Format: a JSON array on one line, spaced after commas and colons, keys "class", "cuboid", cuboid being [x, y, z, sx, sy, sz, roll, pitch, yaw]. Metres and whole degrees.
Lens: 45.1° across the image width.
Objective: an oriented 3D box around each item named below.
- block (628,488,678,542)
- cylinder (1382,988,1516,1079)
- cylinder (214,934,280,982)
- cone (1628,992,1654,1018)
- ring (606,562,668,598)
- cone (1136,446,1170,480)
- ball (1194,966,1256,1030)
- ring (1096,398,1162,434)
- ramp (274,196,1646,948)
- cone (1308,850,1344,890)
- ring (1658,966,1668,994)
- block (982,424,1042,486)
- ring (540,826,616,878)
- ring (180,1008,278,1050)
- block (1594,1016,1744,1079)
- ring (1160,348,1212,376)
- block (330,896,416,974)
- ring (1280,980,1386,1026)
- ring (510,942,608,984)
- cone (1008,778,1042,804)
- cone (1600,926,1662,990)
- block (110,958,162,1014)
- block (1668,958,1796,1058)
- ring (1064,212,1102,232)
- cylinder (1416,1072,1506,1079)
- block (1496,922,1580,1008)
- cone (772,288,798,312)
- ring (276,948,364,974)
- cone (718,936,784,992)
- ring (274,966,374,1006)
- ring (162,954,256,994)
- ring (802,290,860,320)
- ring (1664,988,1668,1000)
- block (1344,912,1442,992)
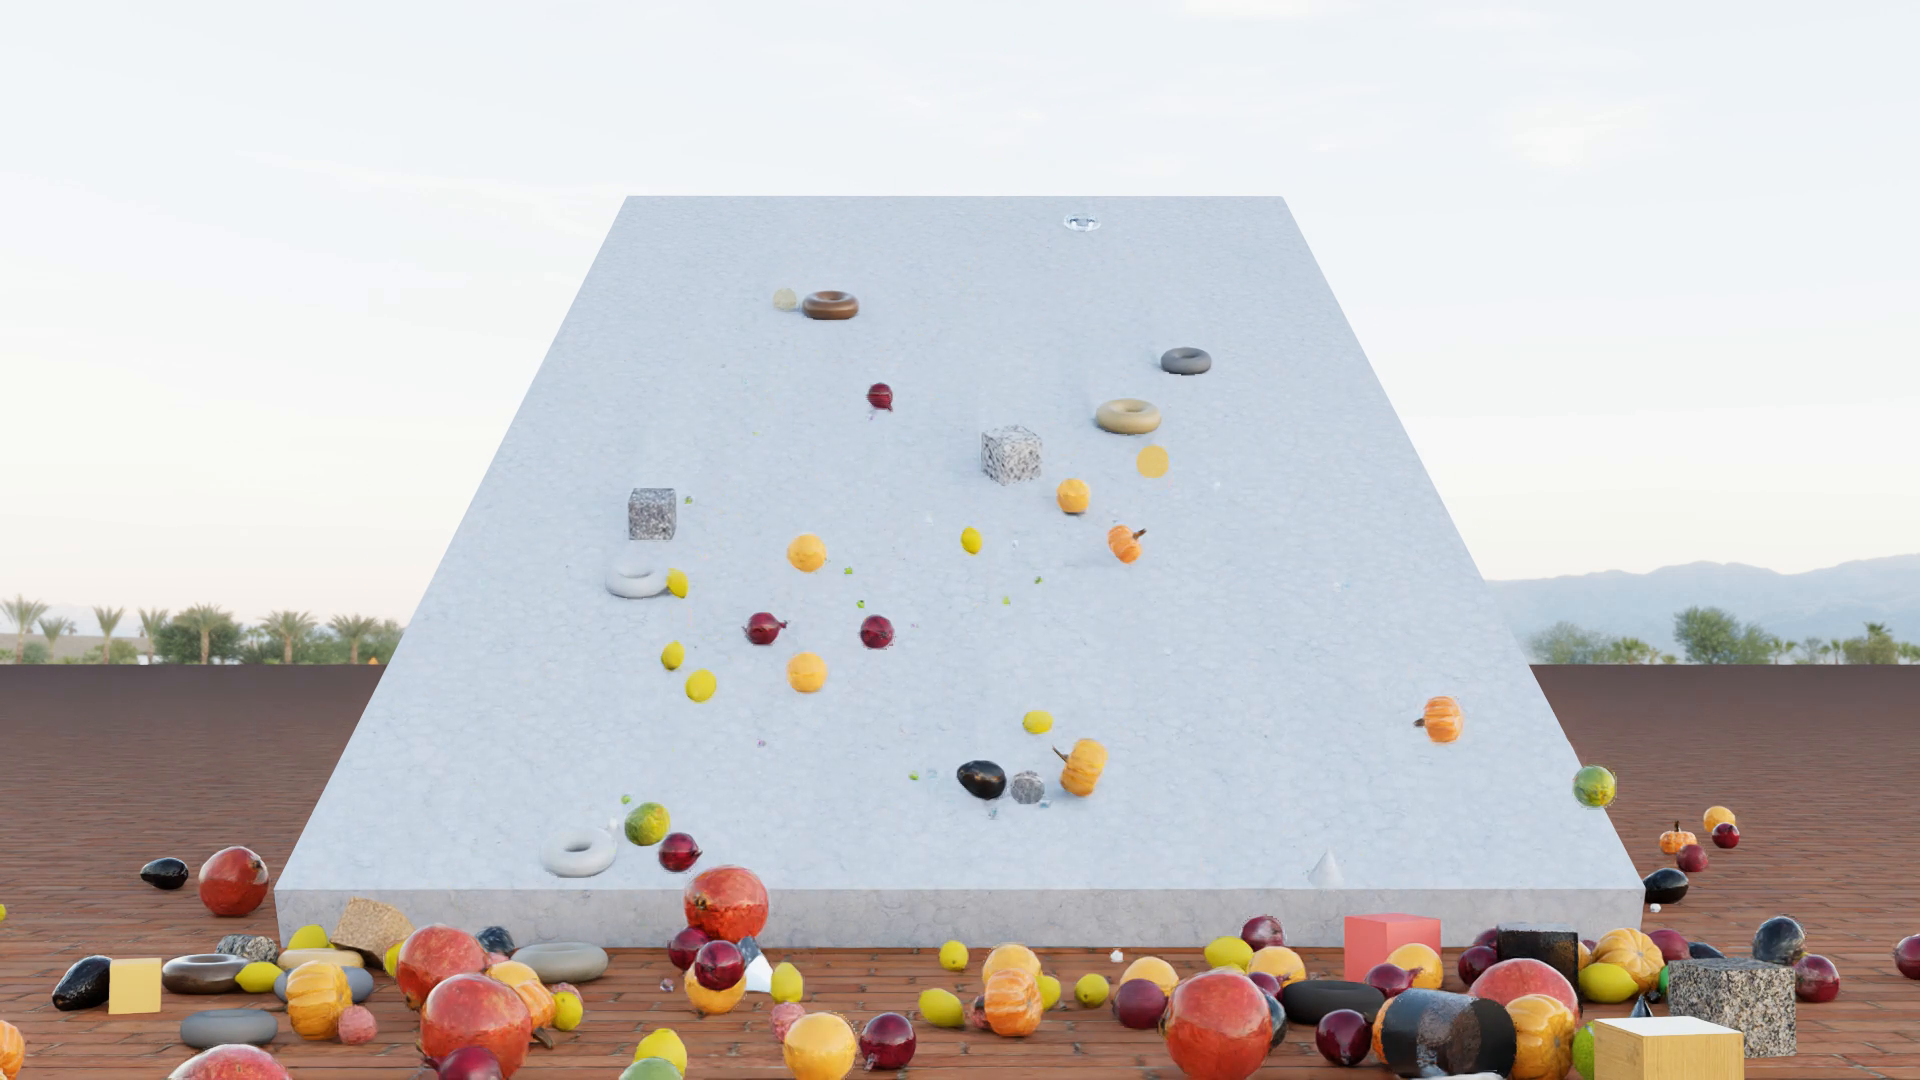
[{"class": "block", "cuboid": [-0.609, -0.050, 4.578, 0.082, 0.082, 0.082, 1, 23, 2]}, {"class": "cylinder", "cuboid": [0.486, 0.497, 2.299, 0.093, 0.093, 0.093, 2, -3, -32]}, {"class": "cylinder", "cuboid": [-0.947, 0.554, 3.068, 0.059, 0.059, 0.059, -2, -4, 36]}, {"class": "cone", "cuboid": [0.753, 0.529, 2.552, 0.057, 0.057, 0.057, 0, -3, 0]}, {"class": "ring", "cuboid": [-0.607, 0.075, 4.339, 0.116, 0.039, 0.116, 0, 22, 0]}, {"class": "cone", "cuboid": [0.420, -0.161, 4.909, 0.073, 0.073, 0.073, -1, -6, 21]}, {"class": "ball", "cuboid": [0.305, 0.527, 2.657, 0.072, 0.072, 0.072, 0, -3, 0]}, {"class": "ring", "cuboid": [0.376, -0.276, 5.162, 0.148, 0.049, 0.148, 1, 22, 0]}, {"class": "ramp", "cuboid": [-0.007, -0.225, 5.229, 2.000, 0.100, 4.000, 0, 23, 0]}, {"class": "cone", "cuboid": [0.537, 0.474, 3.382, 0.054, 0.054, 0.054, 0, 23, 0]}, {"class": "ring", "cuboid": [0.939, 0.550, 2.868, 0.140, 0.047, 0.140, -1, -6, 0]}, {"class": "block", "cuboid": [0.109, -0.178, 4.871, 0.093, 0.093, 0.093, -12, 26, -27]}, {"class": "ring", "cuboid": [-0.566, 0.462, 3.427, 0.112, 0.037, 0.112, -1, 24, 0]}, {"class": "ring", "cuboid": [-0.808, 0.540, 2.554, 0.104, 0.035, 0.104, 0, -4, 0]}, {"class": "block", "cuboid": [0.637, 0.485, 2.079, 0.095, 0.095, 0.095, 1, -3, -11]}, {"class": "ring", "cuboid": [0.540, -0.428, 5.530, 0.123, 0.041, 0.123, -1, 24, 0]}, {"class": "block", "cuboid": [-0.795, 0.534, 3.128, 0.069, 0.069, 0.069, 8, -33, 22]}, {"class": "ring", "cuboid": [0.439, 0.545, 2.723, 0.125, 0.042, 0.125, 1, -3, 0]}, {"class": "ring", "cuboid": [-0.533, 0.562, 3.068, 0.130, 0.043, 0.130, -1, -2, 0]}, {"class": "cone", "cuboid": [0.108, 0.388, 3.622, 0.054, 0.054, 0.054, -1, 14, 16]}, {"class": "cone", "cuboid": [0.888, 0.559, 2.983, 0.088, 0.088, 0.088, 27, 5, 17]}, {"class": "block", "cuboid": [-1.001, 0.541, 2.806, 0.058, 0.058, 0.058, 1, -3, -19]}, {"class": "block", "cuboid": [0.839, 0.508, 2.513, 0.093, 0.093, 0.093, 1, -3, -19]}, {"class": "ring", "cuboid": [0.355, -0.923, 6.705, 0.109, 0.036, 0.109, 1, 22, 0]}, {"class": "cylinder", "cuboid": [0.398, 0.479, 1.873, 0.087, 0.087, 0.087, 1, -3, -25]}, {"class": "block", "cuboid": [0.718, 0.528, 2.875, 0.091, 0.091, 0.091, 0, -3, 9]}, {"class": "cone", "cuboid": [-0.451, -0.617, 5.987, 0.064, 0.064, 0.064, 0, -4, 0]}, {"class": "ring", "cuboid": [-0.850, 0.564, 3.069, 0.114, 0.038, 0.114, 1, -7, 0]}, {"class": "cone", "cuboid": [-0.256, 0.560, 2.960, 0.078, 0.078, 0.078, 27, 7, 21]}, {"class": "ring", "cuboid": [-0.791, 0.554, 2.875, 0.120, 0.040, 0.120, 1, -4, 0]}, {"class": "ring", "cuboid": [-0.967, 0.559, 2.975, 0.119, 0.040, 0.119, 1, -2, 0]}, {"class": "ring", "cuboid": [-0.332, -0.602, 5.926, 0.149, 0.050, 0.149, 1, 22, 0]}, {"class": "ring", "cuboid": [0.908, 0.543, 2.733, 0.143, 0.048, 0.143, 1, -2, 0]}, {"class": "block", "cuboid": [0.564, 0.537, 3.013, 0.088, 0.088, 0.088, 2, -3, -28]}]
